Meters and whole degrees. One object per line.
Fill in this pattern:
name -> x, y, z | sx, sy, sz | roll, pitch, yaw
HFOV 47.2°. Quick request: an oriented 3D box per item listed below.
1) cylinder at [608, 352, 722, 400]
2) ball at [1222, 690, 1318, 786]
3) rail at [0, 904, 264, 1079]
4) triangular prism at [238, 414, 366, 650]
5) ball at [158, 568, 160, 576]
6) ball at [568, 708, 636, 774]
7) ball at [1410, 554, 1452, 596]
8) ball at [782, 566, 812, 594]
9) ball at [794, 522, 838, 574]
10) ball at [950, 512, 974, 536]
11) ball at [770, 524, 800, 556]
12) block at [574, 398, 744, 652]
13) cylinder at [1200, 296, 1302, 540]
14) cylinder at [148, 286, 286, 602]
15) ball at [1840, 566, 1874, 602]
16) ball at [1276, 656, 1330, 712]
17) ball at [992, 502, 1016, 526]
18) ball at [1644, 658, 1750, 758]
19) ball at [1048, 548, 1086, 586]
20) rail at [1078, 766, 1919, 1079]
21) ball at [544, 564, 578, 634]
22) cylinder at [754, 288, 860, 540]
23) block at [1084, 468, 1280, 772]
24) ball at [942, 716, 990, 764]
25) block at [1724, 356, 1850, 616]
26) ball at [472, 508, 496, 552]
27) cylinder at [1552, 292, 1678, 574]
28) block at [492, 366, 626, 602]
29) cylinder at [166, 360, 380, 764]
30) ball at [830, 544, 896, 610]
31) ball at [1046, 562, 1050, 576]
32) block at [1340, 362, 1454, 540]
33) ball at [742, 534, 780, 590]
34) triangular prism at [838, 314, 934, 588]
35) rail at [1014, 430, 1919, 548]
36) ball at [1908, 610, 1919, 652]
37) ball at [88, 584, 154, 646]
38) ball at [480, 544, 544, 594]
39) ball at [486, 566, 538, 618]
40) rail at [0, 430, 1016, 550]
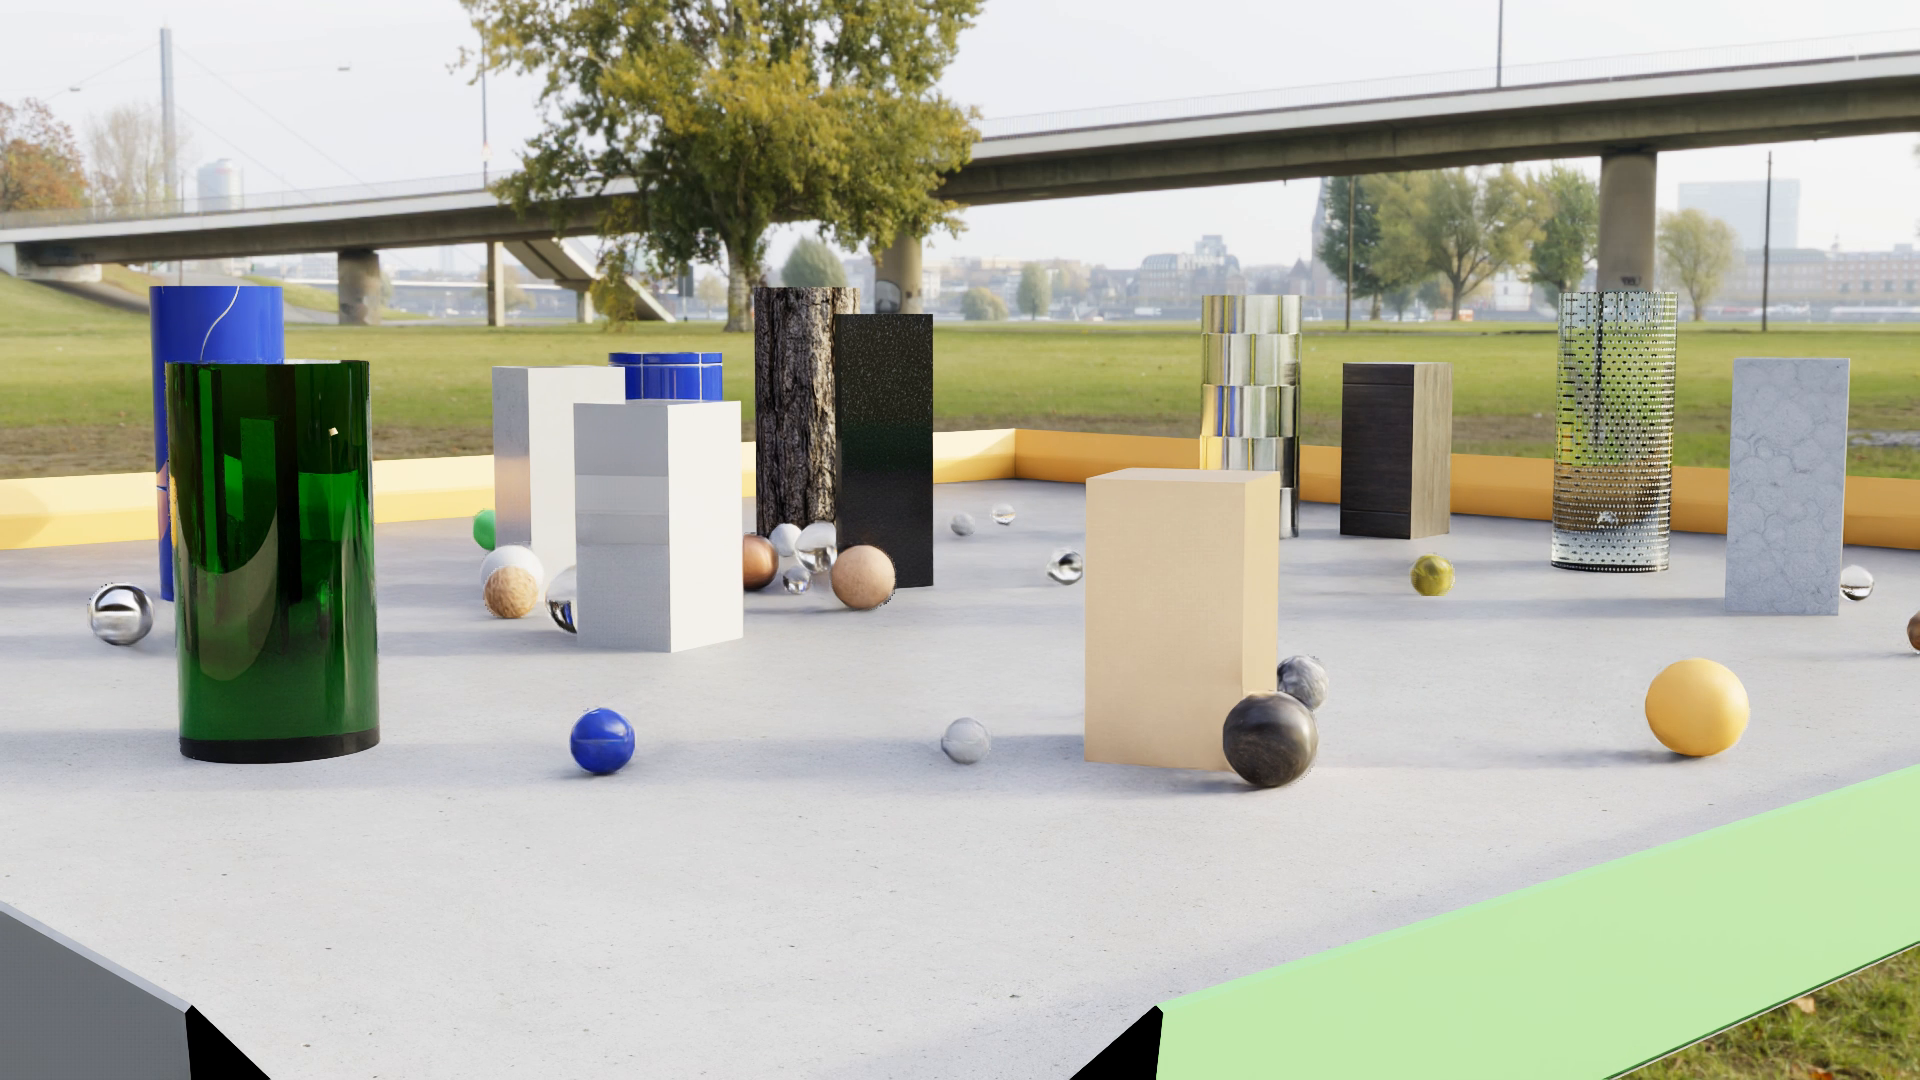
cylinder -> -0.512, -0.140, 3.836 | 0.198, 0.371, 0.198 | 0, 6, 0
ball -> 0.291, 0.186, 2.064 | 0.090, 0.090, 0.090 | 0, 6, 0
rail -> -1.338, 0.162, 2.104 | 0.045, 0.128, 3.562 | -5, 8, -42
triangular prism -> -0.930, -0.019, 2.997 | 0.148, 0.304, 0.171 | 4, 7, 33
ball -> -1.258, 0.050, 3.531 | 0.055, 0.055, 0.055 | 0, 6, 0
ball -> -0.345, 0.194, 2.119 | 0.064, 0.064, 0.064 | 0, 6, 0
ball -> 0.736, 0.055, 3.438 | 0.066, 0.066, 0.066 | 0, 6, 0
ball -> -0.256, 0.063, 3.458 | 0.046, 0.046, 0.046 | 0, 6, 0
ball -> -0.235, 0.014, 3.721 | 0.089, 0.089, 0.089 | 0, 6, 0
ball -> 0.004, -0.033, 4.372 | 0.046, 0.046, 0.046 | 0, 6, 0
ball -> -0.315, 0.000, 3.985 | 0.061, 0.061, 0.061 | 0, 6, 0
block -> -0.405, -0.024, 2.960 | 0.158, 0.323, 0.158 | 4, 7, 30
cylinder -> 0.574, -0.245, 4.348 | 0.198, 0.474, 0.198 | 0, 6, 0
cylinder -> -1.151, -0.153, 3.429 | 0.198, 0.481, 0.198 | 0, 6, 0
ball -> 1.375, 0.067, 3.378 | 0.054, 0.054, 0.054 | 0, 6, 0
ball -> 0.376, 0.160, 2.435 | 0.065, 0.065, 0.065 | 0, 6, 0
ball -> 0.090, -0.054, 4.564 | 0.049, 0.049, 0.049 | 0, 6, 0
ball -> 0.737, 0.168, 2.199 | 0.099, 0.099, 0.099 | 0, 6, 0
ball -> 0.173, 0.043, 3.571 | 0.061, 0.061, 0.061 | 0, 6, 0
rail -> 1.192, 0.167, 2.047 | 3.689, 0.128, 0.045 | -5, 8, -42
ball -> -0.521, 0.082, 3.025 | 0.098, 0.098, 0.098 | 0, 6, 0
cylinder -> -0.284, -0.227, 4.115 | 0.198, 0.487, 0.198 | 0, 6, 0
block -> 0.225, 0.075, 2.210 | 0.158, 0.281, 0.158 | 2, 6, 20
ball -> 0.005, 0.197, 2.165 | 0.047, 0.047, 0.047 | 0, 6, 0
block -> 1.244, -0.086, 3.304 | 0.158, 0.373, 0.158 | 2, 6, 23
ball -> -0.865, -0.019, 4.080 | 0.079, 0.079, 0.079 | 0, 6, 0
cylinder -> 1.134, -0.190, 3.813 | 0.198, 0.475, 0.198 | 0, 6, 0
block -> -0.631, -0.094, 3.466 | 0.158, 0.357, 0.158 | -4, 7, -32
cylinder -> -0.698, 0.015, 2.243 | 0.198, 0.393, 0.198 | 0, 6, 0
ball -> -0.145, 0.055, 3.283 | 0.097, 0.097, 0.097 | 0, 6, 0
ball -> 0.163, 0.046, 3.643 | 0.041, 0.041, 0.041 | 0, 6, 0
block -> 0.869, -0.182, 4.380 | 0.158, 0.341, 0.158 | 5, 8, 40
ball -> -0.333, 0.036, 3.507 | 0.090, 0.090, 0.090 | 0, 6, 0
triangular prism -> -0.153, -0.147, 3.570 | 0.171, 0.439, 0.148 | -3, 7, -29
rail -> 1.338, -0.095, 4.560 | 0.045, 0.128, 3.562 | -5, 8, -42
ball -> 1.260, 0.118, 2.846 | 0.063, 0.063, 0.063 | 0, 6, 0
ball -> -1.116, 0.099, 2.928 | 0.083, 0.083, 0.083 | 0, 6, 0
ball -> -0.673, 0.054, 3.305 | 0.094, 0.094, 0.094 | 0, 6, 0
ball -> -0.650, 0.076, 3.191 | 0.076, 0.076, 0.076 | 0, 6, 0
rail -> -1.192, -0.101, 4.616 | 3.689, 0.128, 0.045 | -5, 8, -42
